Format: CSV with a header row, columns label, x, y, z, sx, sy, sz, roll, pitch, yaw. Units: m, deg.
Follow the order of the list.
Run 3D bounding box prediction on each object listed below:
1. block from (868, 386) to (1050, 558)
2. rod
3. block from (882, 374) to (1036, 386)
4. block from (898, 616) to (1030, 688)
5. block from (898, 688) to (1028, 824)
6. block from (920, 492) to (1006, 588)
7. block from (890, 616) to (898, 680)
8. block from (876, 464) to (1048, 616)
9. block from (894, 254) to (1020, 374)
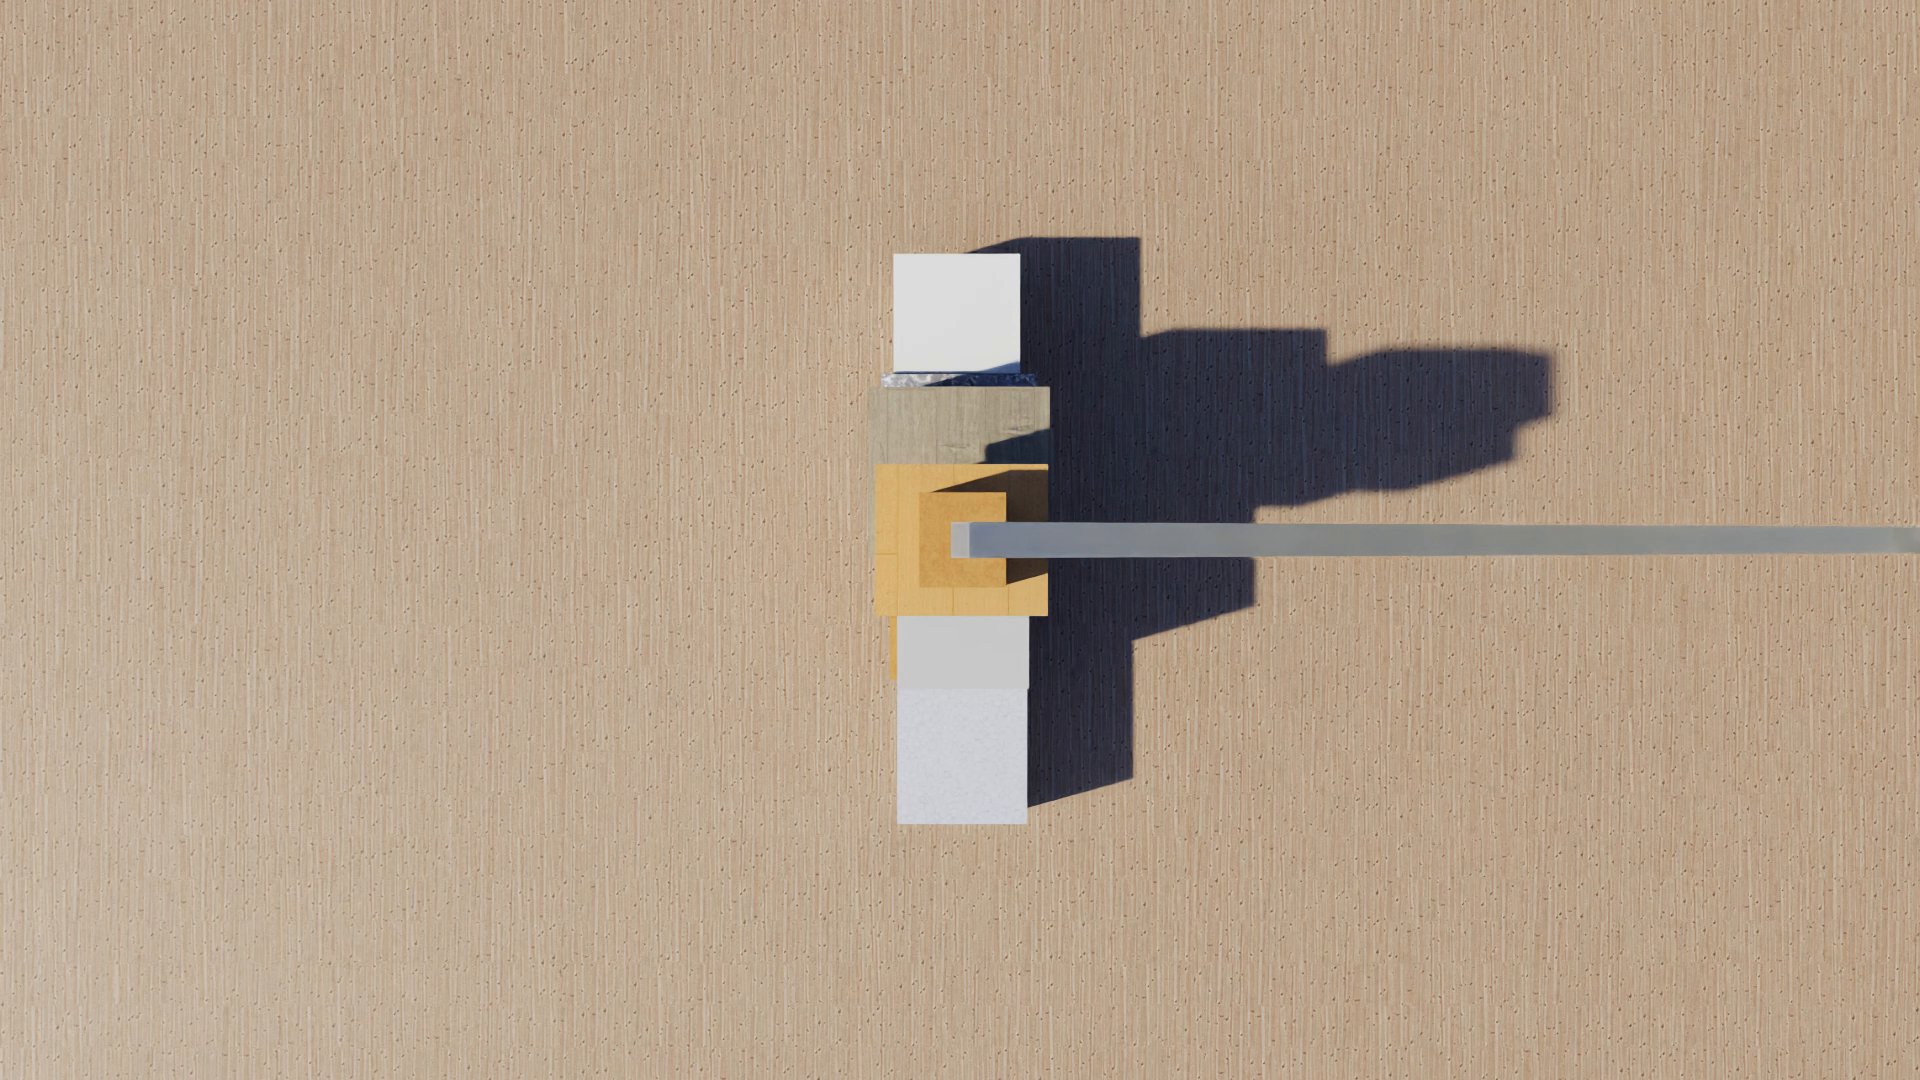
label,x,y,z,sx,sy,sz,roll,pitch,yaw
block,-0.006,-0.345,11.652,0.923,0.956,0.867,0,90,0
rod,2.212,0.000,6.254,5.200,0.080,0.080,0,90,-32
block,-0.007,-0.509,12.565,0.852,0.870,0.813,0,90,0
block,0.017,0.439,11.860,0.692,0.663,0.681,0,90,0
block,0.013,1.187,12.654,0.727,0.692,0.807,0,90,0
block,0.011,0.000,9.696,0.374,0.433,0.410,0,90,0
block,-0.003,0.341,12.596,0.770,0.809,0.866,0,90,0
block,0.007,0.000,10.275,0.779,0.725,0.683,0,90,0
block,-0.017,-1.258,12.610,0.703,0.781,0.665,0,90,0
